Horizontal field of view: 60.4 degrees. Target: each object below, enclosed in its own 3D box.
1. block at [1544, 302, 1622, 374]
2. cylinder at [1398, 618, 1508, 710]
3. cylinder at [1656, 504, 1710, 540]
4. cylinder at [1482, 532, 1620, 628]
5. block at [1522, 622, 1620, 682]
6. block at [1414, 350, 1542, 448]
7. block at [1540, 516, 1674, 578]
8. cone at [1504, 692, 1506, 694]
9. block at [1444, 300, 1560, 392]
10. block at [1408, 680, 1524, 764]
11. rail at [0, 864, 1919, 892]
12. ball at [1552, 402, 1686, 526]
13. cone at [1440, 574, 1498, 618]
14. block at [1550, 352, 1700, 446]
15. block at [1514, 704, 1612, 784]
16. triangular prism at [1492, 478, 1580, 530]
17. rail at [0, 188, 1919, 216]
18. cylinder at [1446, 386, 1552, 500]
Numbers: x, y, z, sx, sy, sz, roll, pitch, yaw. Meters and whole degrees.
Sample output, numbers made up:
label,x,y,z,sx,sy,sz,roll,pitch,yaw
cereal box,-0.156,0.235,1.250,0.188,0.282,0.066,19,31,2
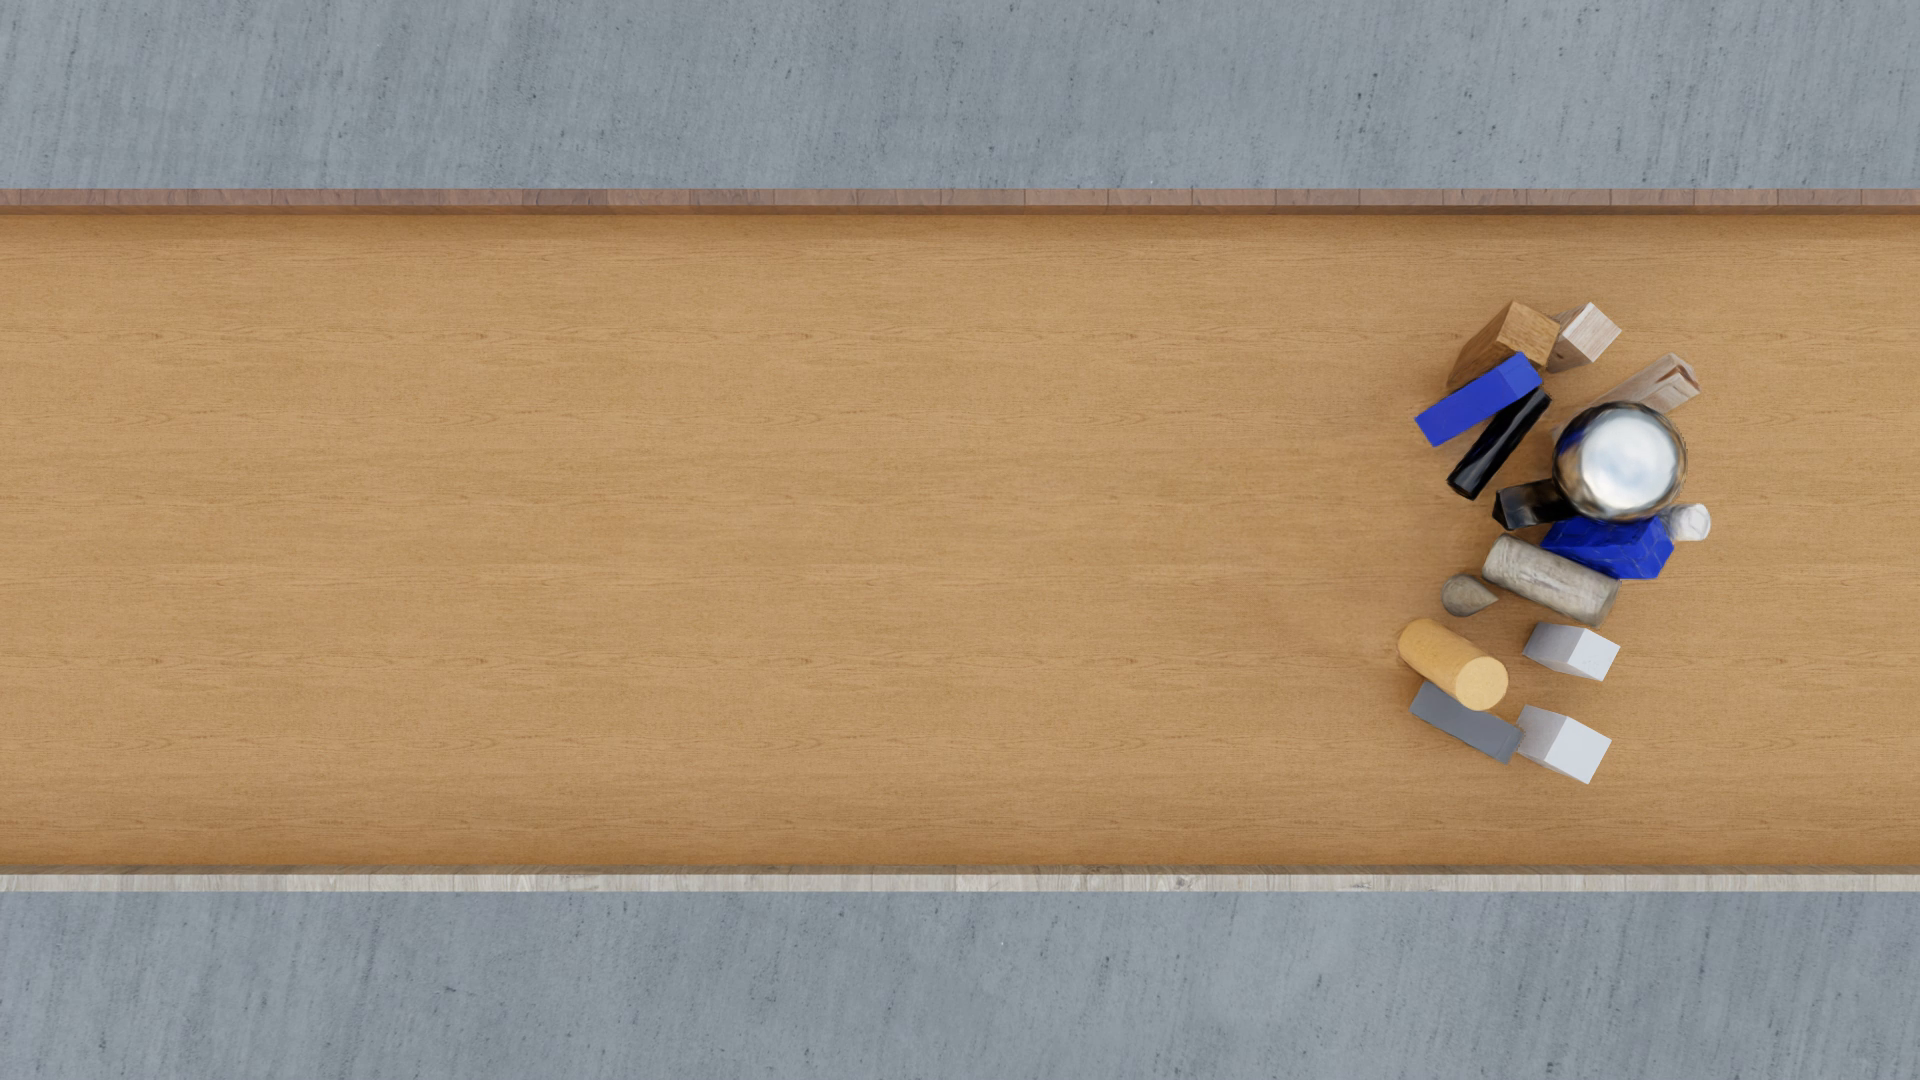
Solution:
label,x,y,z,sx,sy,sz,roll,pitch,yaw
block,1.821,-0.599,4.916,0.124,0.322,0.124,42,90,0
cylinder,1.450,0.362,4.870,0.160,0.384,0.160,-2,105,-9
cylinder,2.052,-0.050,4.910,0.104,0.329,0.104,0,90,-32
cylinder,1.760,0.118,4.923,0.356,0.156,0.156,27,90,28
block,1.804,0.327,4.885,0.112,0.382,0.112,28,90,0
block,1.522,-0.410,4.863,0.109,0.413,0.109,-32,86,-25
block,1.914,0.021,4.890,0.131,0.327,0.131,-49,115,-25
cone,1.549,0.432,4.884,0.104,0.381,0.104,0,92,-2
block,1.607,-0.542,4.896,0.156,0.327,0.156,29,67,0
block,1.514,0.545,4.942,0.301,0.108,0.108,30,92,37
rail,-2.247,1.025,5.001,12.000,0.150,0.050,0,90,0
ball,1.885,-0.218,4.723,0.358,0.358,0.358,0,90,0
cone,1.547,0.170,4.905,0.135,0.344,0.135,0,90,0
block,1.967,-0.384,4.893,0.101,0.417,0.101,25,45,-31
block,1.771,0.603,4.901,0.144,0.351,0.144,28,90,0
triangular prism,1.832,-0.111,4.990,0.395,0.128,0.111,-12,51,0
rail,-2.247,-1.025,5.002,12.000,0.150,0.050,0,90,0
cylinder,1.640,-0.301,5.025,0.103,0.103,0.380,38,90,0
